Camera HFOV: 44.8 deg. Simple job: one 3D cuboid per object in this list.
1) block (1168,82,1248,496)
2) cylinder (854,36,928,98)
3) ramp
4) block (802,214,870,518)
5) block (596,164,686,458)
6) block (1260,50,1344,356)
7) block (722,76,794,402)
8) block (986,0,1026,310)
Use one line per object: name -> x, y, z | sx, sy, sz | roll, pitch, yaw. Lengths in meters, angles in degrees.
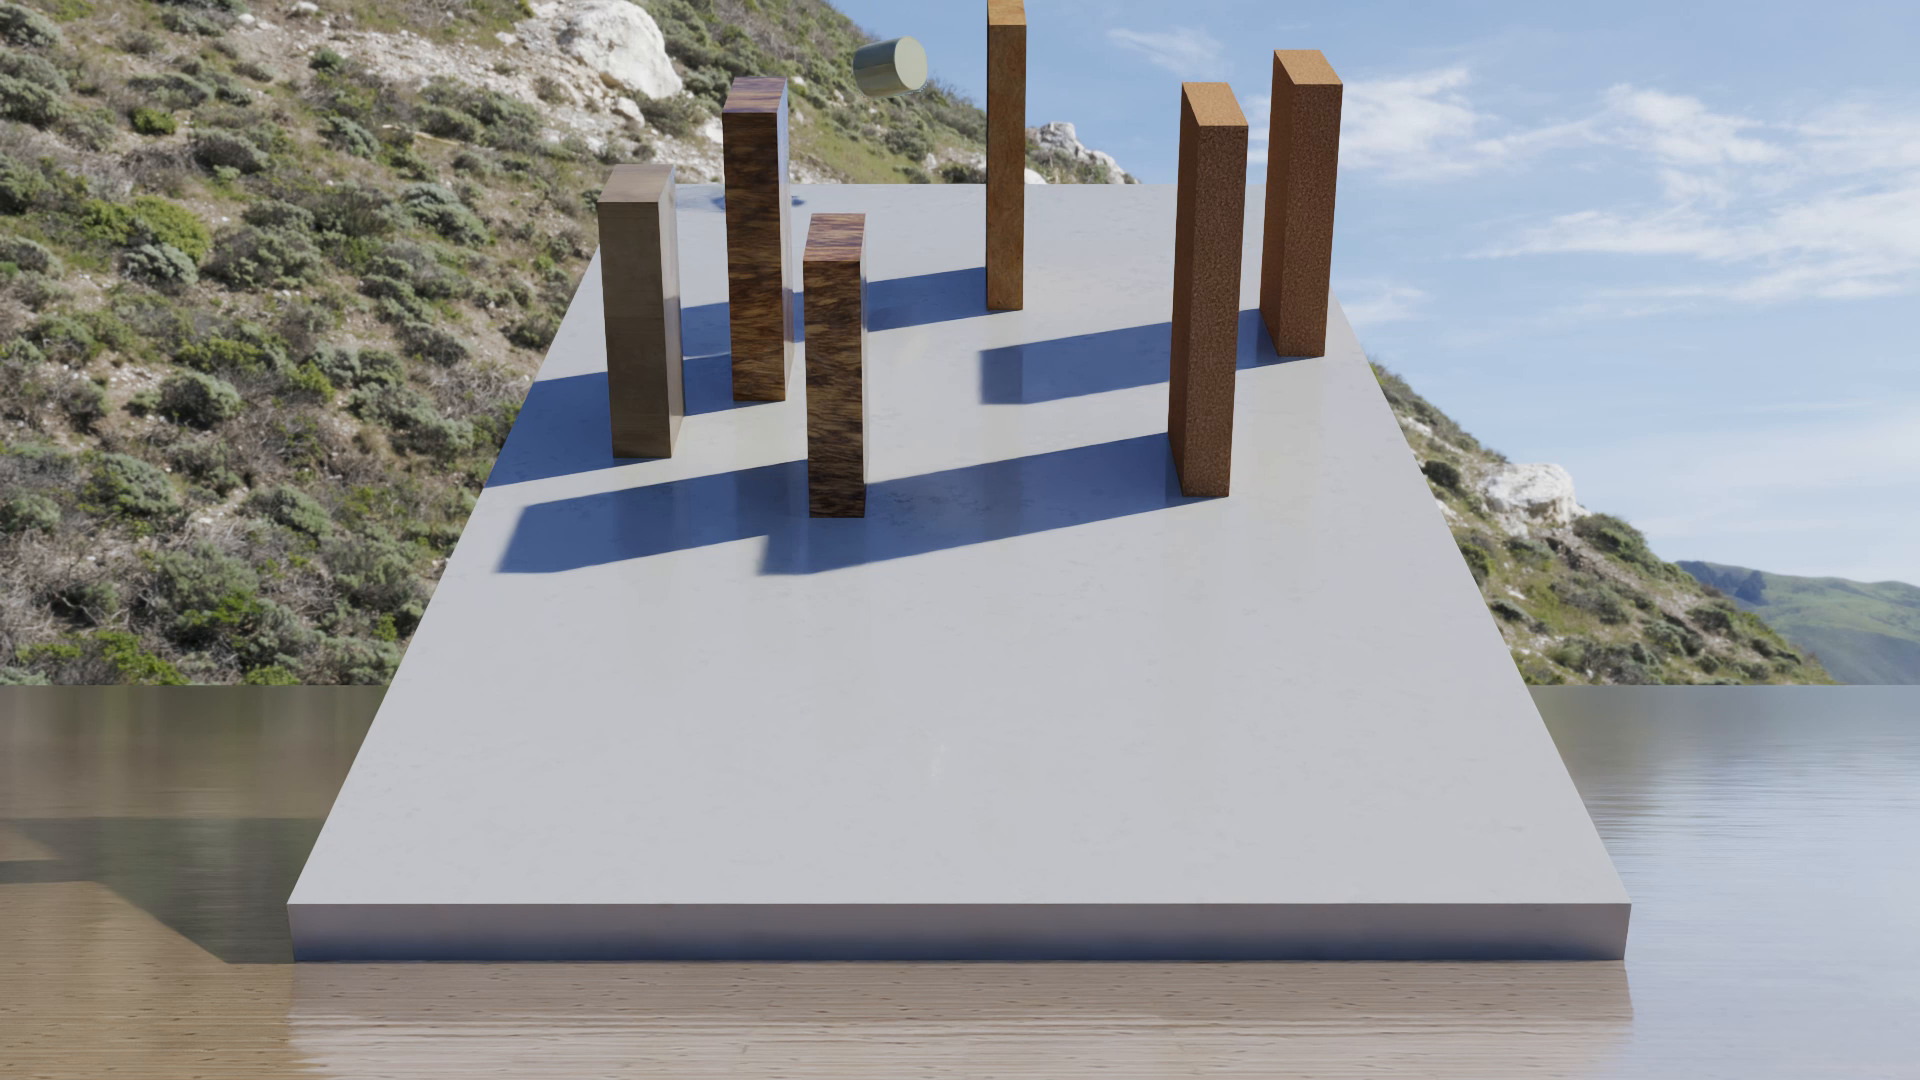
block -> 0.515, -0.527, 4.887 | 0.097, 0.789, 0.373 | 0, 24, 0
cylinder -> -0.207, -1.411, 6.943 | 0.159, 0.159, 0.159 | -3, -4, 38
ramp -> -0.008, -0.228, 5.306 | 2.000, 0.100, 4.000 | 0, 24, 0
block -> -0.253, -0.364, 4.814 | 0.112, 0.547, 0.333 | 0, 24, 0
block -> -0.692, -0.502, 5.089 | 0.127, 0.574, 0.303 | 0, 24, 0
block -> 0.833, -0.830, 5.716 | 0.114, 0.670, 0.375 | 0, 24, 0
block -> -0.465, -0.702, 5.413 | 0.121, 0.677, 0.349 | 0, 24, 0
block -> 0.116, -1.005, 6.026 | 0.091, 0.733, 0.376 | 0, 24, 0
